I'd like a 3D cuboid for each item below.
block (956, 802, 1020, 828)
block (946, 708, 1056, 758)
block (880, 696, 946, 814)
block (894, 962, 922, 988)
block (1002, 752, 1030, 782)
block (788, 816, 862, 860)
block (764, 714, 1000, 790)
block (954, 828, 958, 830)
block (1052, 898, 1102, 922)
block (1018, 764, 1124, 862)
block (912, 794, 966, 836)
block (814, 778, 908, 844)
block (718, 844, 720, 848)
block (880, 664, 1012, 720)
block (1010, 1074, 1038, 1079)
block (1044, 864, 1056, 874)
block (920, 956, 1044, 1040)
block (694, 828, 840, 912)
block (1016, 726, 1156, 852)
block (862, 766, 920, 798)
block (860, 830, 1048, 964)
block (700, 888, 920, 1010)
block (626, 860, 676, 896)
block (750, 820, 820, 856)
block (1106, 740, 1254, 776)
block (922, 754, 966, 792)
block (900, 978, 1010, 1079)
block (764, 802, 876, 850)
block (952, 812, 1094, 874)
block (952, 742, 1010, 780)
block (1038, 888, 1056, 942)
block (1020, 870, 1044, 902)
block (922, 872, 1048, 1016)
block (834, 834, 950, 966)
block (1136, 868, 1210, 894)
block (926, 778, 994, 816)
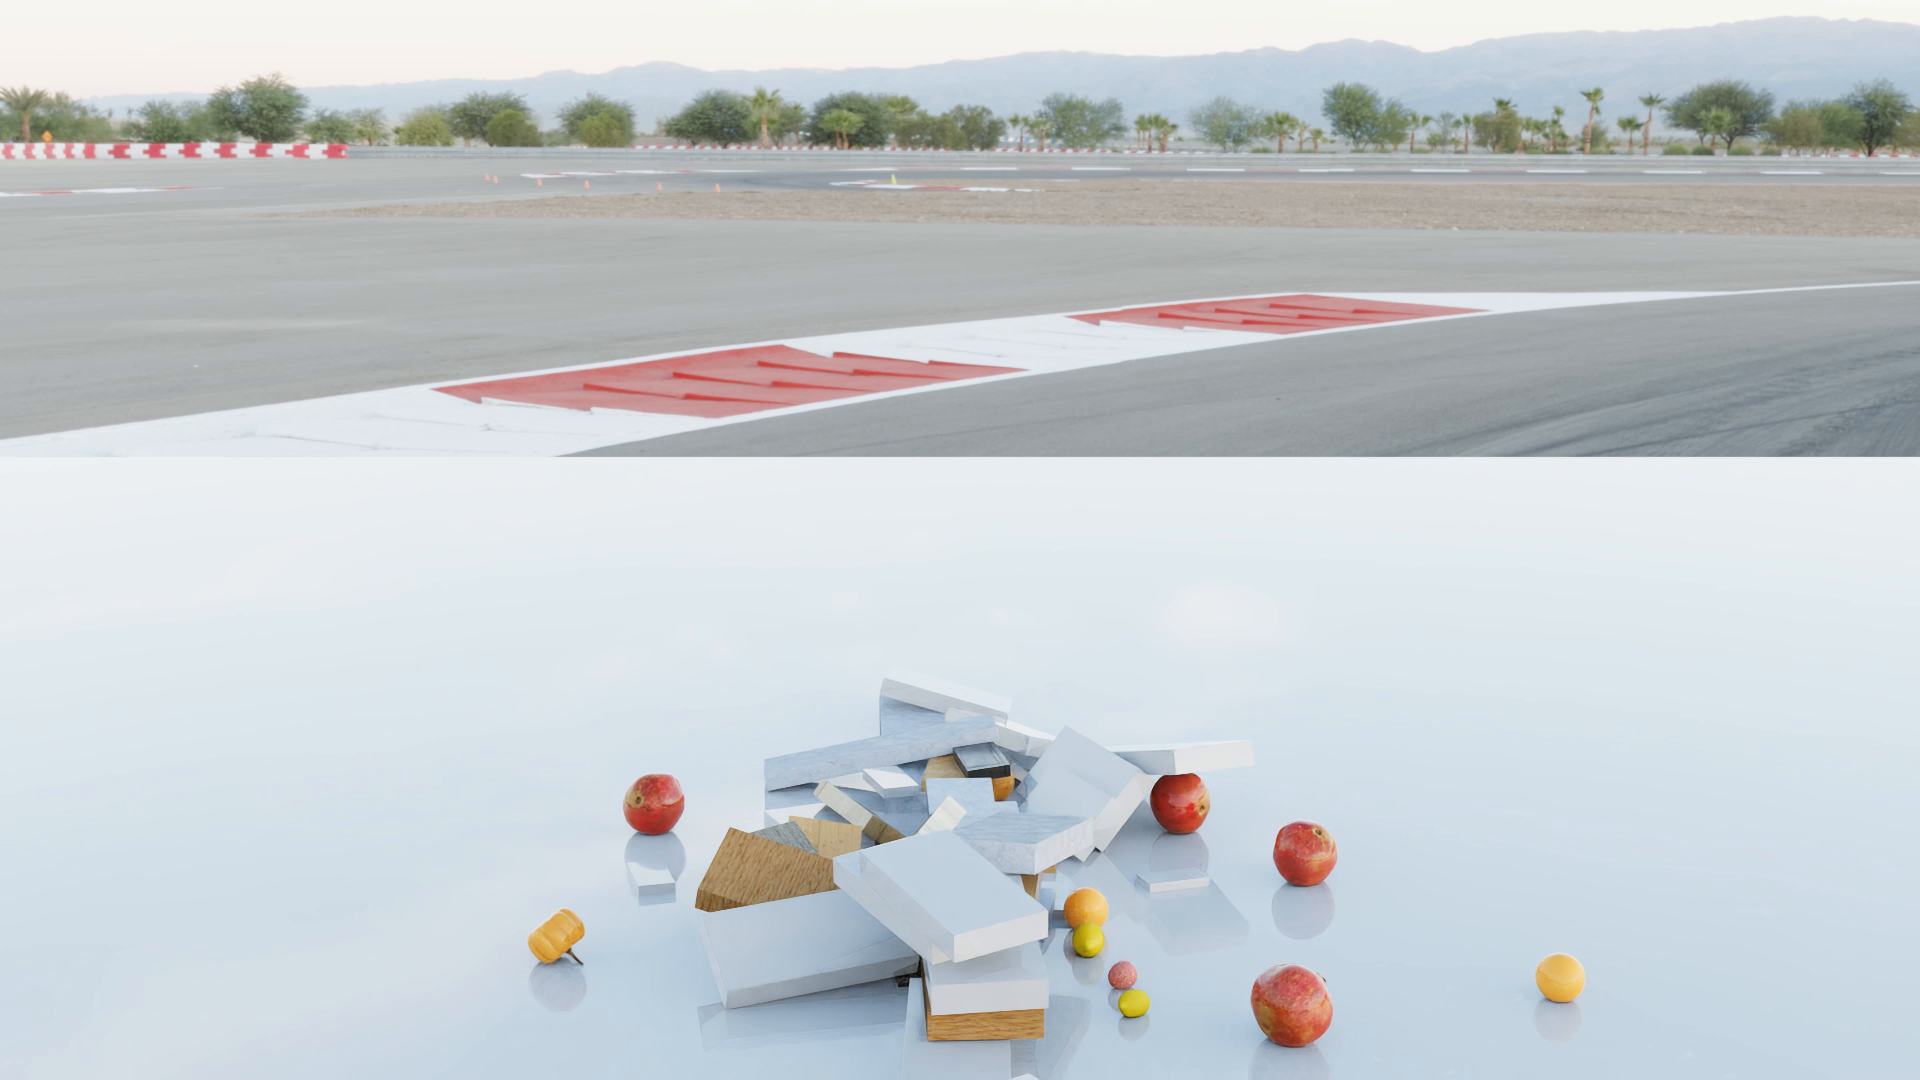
[{"bbox_3d":[0.054,0.526,3.766,0.119,0.034,0.238,-1,25,-7],"label":"block"},{"bbox_3d":[0.105,0.399,4.487,0.136,0.039,0.273,14,0,-38],"label":"block"},{"bbox_3d":[-0.090,0.424,4.456,0.136,0.039,0.729,-1,11,-3],"label":"block"},{"bbox_3d":[-0.076,0.648,3.319,0.050,0.014,0.099,-2,11,-10],"label":"block"},{"bbox_3d":[0.099,0.441,4.297,0.081,0.023,0.161,31,-2,-22],"label":"block"},{"bbox_3d":[-0.227,0.542,3.578,0.123,0.035,0.247,9,27,-5],"label":"block"},{"bbox_3d":[-0.154,0.413,4.295,0.458,0.034,0.118,-11,9,-4],"label":"block"},{"bbox_3d":[0.028,0.533,3.603,0.071,0.142,0.020,1,36,5],"label":"block"},{"bbox_3d":[0.175,0.600,3.574,0.109,0.015,0.054,2,11,9],"label":"block"},{"bbox_3d":[0.194,0.484,3.927,0.034,0.119,0.238,41,-8,-23],"label":"block"},{"bbox_3d":[-0.078,0.517,3.618,0.042,0.148,0.295,43,11,3],"label":"block"},{"bbox_3d":[-0.165,0.497,3.896,0.118,0.034,0.237,37,-7,-26],"label":"block"},{"bbox_3d":[-0.347,0.557,3.697,0.123,0.035,0.247,-3,7,-4],"label":"block"},{"bbox_3d":[-0.028,0.337,4.722,0.273,0.039,0.136,16,9,4],"label":"block"},{"bbox_3d":[0.122,0.724,2.750,0.167,0.024,0.083,24,13,35],"label":"block"},{"bbox_3d":[0.141,0.553,3.824,0.054,0.015,0.109,1,11,5],"label":"block"},{"bbox_3d":[0.023,0.613,3.204,0.158,0.045,0.475,0,10,-3],"label":"block"},{"bbox_3d":[-0.244,0.551,3.403,0.295,0.042,0.148,17,35,6],"label":"block"},{"bbox_3d":[0.226,0.451,4.021,0.044,0.156,0.311,41,-7,-23],"label":"block"},{"bbox_3d":[-0.131,0.455,4.134,0.068,0.019,0.136,-4,11,-19],"label":"block"},{"bbox_3d":[-0.012,0.490,3.054,0.143,0.041,0.286,-10,21,-26],"label":"block"},{"bbox_3d":[-0.224,0.600,3.272,0.295,0.042,0.148,-7,42,-20],"label":"block"},{"bbox_3d":[-0.523,0.571,3.722,0.062,0.018,0.124,-3,11,-17],"label":"block"},{"bbox_3d":[-0.260,0.550,3.465,0.123,0.035,0.247,-12,42,-31],"label":"block"},{"bbox_3d":[0.344,0.410,4.114,0.156,0.044,0.548,-4,-4,-23],"label":"block"},{"bbox_3d":[-0.018,0.435,4.232,0.081,0.023,0.278,1,11,5],"label":"block"},{"bbox_3d":[-0.007,0.740,2.748,0.143,0.041,0.919,0,11,1],"label":"block"},{"bbox_3d":[-0.249,0.518,3.870,0.118,0.034,0.237,-5,12,-24],"label":"block"},{"bbox_3d":[0.087,0.464,3.388,0.156,0.044,0.311,1,1,19],"label":"block"},{"bbox_3d":[0.040,0.420,4.165,0.081,0.023,0.161,-8,12,-9],"label":"block"},{"bbox_3d":[0.109,0.598,3.517,0.071,0.020,0.142,2,19,10],"label":"block"},{"bbox_3d":[0.043,0.533,3.400,0.158,0.045,0.316,1,10,5],"label":"block"},{"bbox_3d":[0.025,0.563,3.096,0.158,0.045,0.316,-2,19,-5],"label":"block"},{"bbox_3d":[-0.050,0.508,3.130,0.143,0.041,0.286,-11,21,-29],"label":"block"},{"bbox_3d":[0.359,0.574,3.713,0.109,0.015,0.054,-4,11,-19],"label":"block"},{"bbox_3d":[0.005,0.499,3.904,0.119,0.034,0.239,0,25,-4],"label":"block"}]
